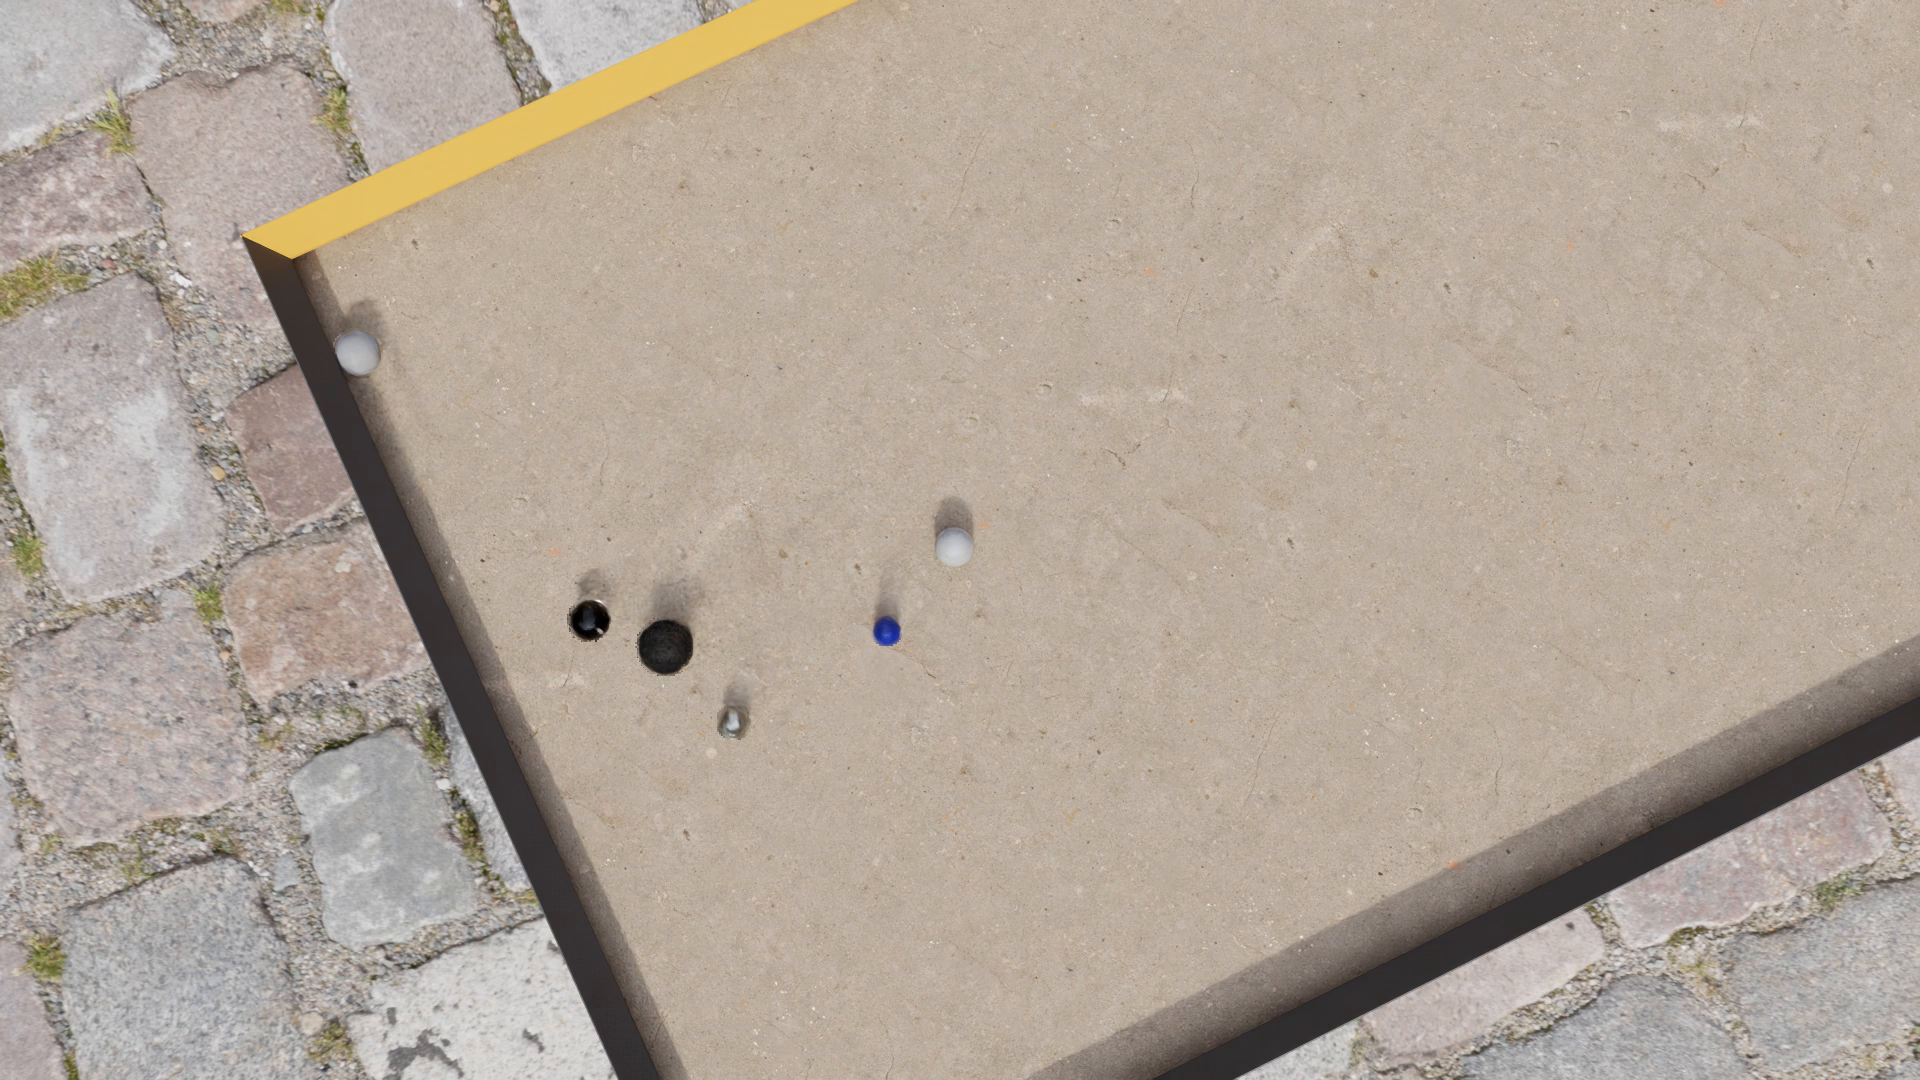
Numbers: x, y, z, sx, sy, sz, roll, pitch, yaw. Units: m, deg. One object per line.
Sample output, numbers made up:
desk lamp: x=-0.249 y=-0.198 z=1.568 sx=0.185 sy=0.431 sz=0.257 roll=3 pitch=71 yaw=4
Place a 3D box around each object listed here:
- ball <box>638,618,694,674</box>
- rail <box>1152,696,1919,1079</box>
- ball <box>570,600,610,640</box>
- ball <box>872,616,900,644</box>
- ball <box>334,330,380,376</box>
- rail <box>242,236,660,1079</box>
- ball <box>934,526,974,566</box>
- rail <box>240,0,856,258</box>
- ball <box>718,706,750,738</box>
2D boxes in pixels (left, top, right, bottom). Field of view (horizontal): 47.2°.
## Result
ball: x=-0.433 y=0.157 z=3.243 sx=0.082 sy=0.082 sz=0.082 roll=0 pitch=81 yaw=0
rail: x=1.062 y=0.417 z=3.189 sx=3.084 sy=0.107 sz=0.045 roll=-26 pitch=82 yaw=-4
ball: x=-0.548 y=0.119 z=3.260 sx=0.060 sy=0.060 sz=0.060 roll=0 pitch=81 yaw=0
ball: x=-0.109 y=0.134 z=3.268 sx=0.041 sy=0.041 sz=0.041 roll=0 pitch=81 yaw=0
ball: x=-0.910 y=-0.282 z=3.320 sx=0.068 sy=0.068 sz=0.068 roll=0 pitch=81 yaw=0
rail: x=-0.673 y=0.317 z=3.205 sx=0.045 sy=0.107 sz=1.739 roll=-26 pitch=82 yaw=-4
ball: x=-0.008 y=0.010 z=3.278 sx=0.060 sy=0.060 sz=0.060 roll=0 pitch=81 yaw=0
rail: x=0.326 y=-1.087 z=3.428 sx=3.084 sy=0.107 sz=0.045 roll=-26 pitch=82 yaw=-4
ball: x=-0.333 y=0.268 z=3.243 sx=0.047 sy=0.047 sz=0.047 roll=0 pitch=81 yaw=0
